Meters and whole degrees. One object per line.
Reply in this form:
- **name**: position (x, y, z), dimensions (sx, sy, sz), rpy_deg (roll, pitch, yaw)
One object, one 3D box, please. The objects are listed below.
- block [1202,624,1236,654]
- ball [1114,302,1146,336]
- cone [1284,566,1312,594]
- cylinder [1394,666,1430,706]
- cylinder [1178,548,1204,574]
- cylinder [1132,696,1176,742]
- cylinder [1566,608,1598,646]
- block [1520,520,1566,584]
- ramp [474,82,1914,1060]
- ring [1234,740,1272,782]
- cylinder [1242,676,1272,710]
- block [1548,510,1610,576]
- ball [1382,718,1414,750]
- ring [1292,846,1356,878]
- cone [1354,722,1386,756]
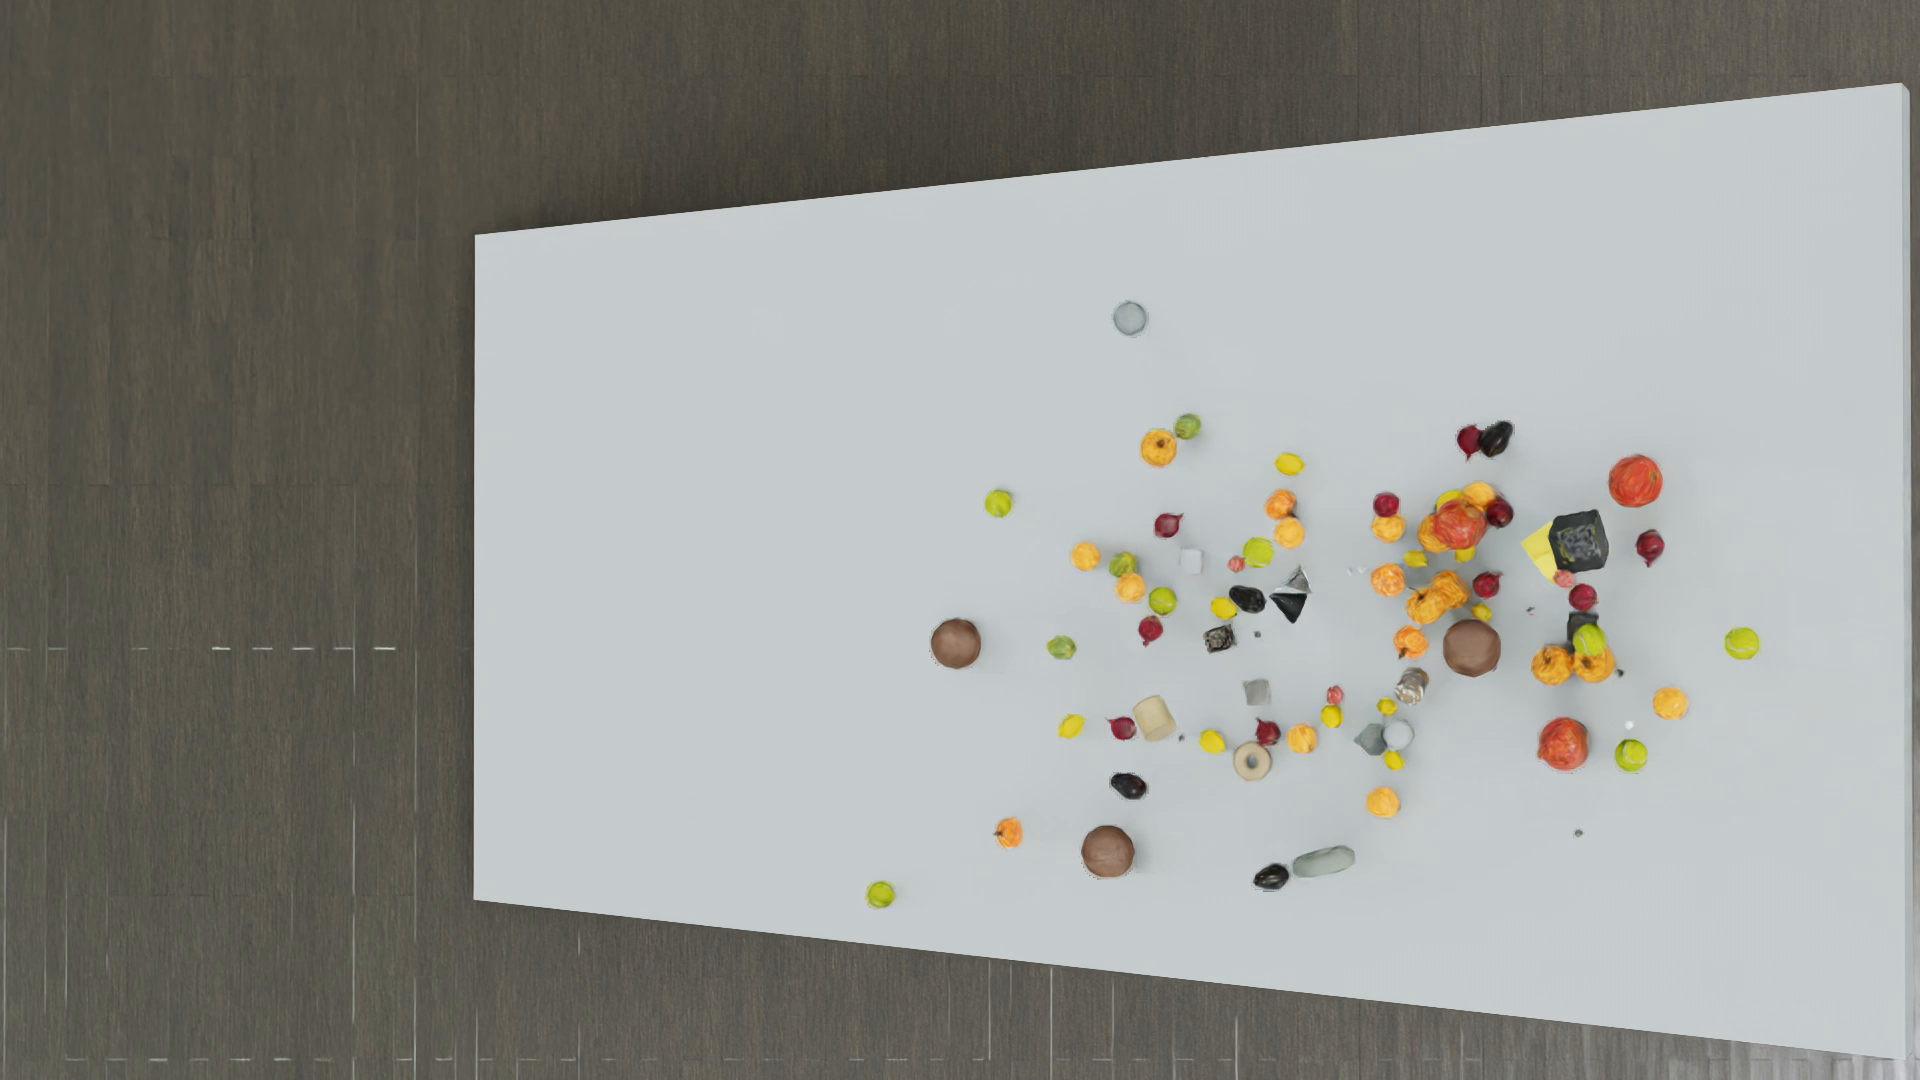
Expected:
- **block**: position (0.622, 0.238, 5.278), dimensions (0.052, 0.052, 0.052), rpy_deg (-16, 91, 36)
- **ball**: position (0.418, -0.543, 5.403), dimensions (0.082, 0.082, 0.082), rpy_deg (0, 89, 0)
- **cone**: position (0.809, 0.105, 5.184), dimensions (0.066, 0.066, 0.066), rpy_deg (43, 90, -4)
- **cylinder**: position (1.025, 0.331, 4.985), dimensions (0.062, 0.062, 0.062), rpy_deg (38, 49, 0)
- **cylinder**: position (0.560, 0.051, 5.318), dimensions (0.057, 0.057, 0.057), rpy_deg (4, 93, 0)
- **cylinder**: position (0.459, 0.422, 5.194), dimensions (0.080, 0.080, 0.080), rpy_deg (-26, 62, 0)
- **cylinder**: position (1.364, 0.192, 4.816), dimensions (0.063, 0.063, 0.063), rpy_deg (-10, 110, 0)
- **block**: position (1.295, 0.028, 4.816), dimensions (0.081, 0.081, 0.081), rpy_deg (-38, 118, 14)
- **ramp**: position (0.261, 0.072, 5.603), dimensions (4.000, 0.100, 2.000), rpy_deg (0, 89, 32)
- **ring**: position (0.697, 0.529, 5.249), dimensions (0.098, 0.033, 0.098), rpy_deg (-1, 89, 33)
- **cylinder**: position (0.707, 0.362, 5.228), dimensions (0.058, 0.058, 0.058), rpy_deg (-20, 107, 0)
- **block**: position (1.320, 0.005, 4.687), dimensions (0.094, 0.094, 0.094), rpy_deg (-11, 111, 29)
- **ball**: position (1.004, 0.444, 5.036), dimensions (0.070, 0.070, 0.070), rpy_deg (0, 89, 0)
- **ring**: position (0.837, 0.741, 5.060), dimensions (0.147, 0.147, 0.049), rpy_deg (-14, 86, 0)
- **cone**: position (0.936, 0.463, 5.099), dimensions (0.077, 0.077, 0.077), rpy_deg (4, 83, -31)
